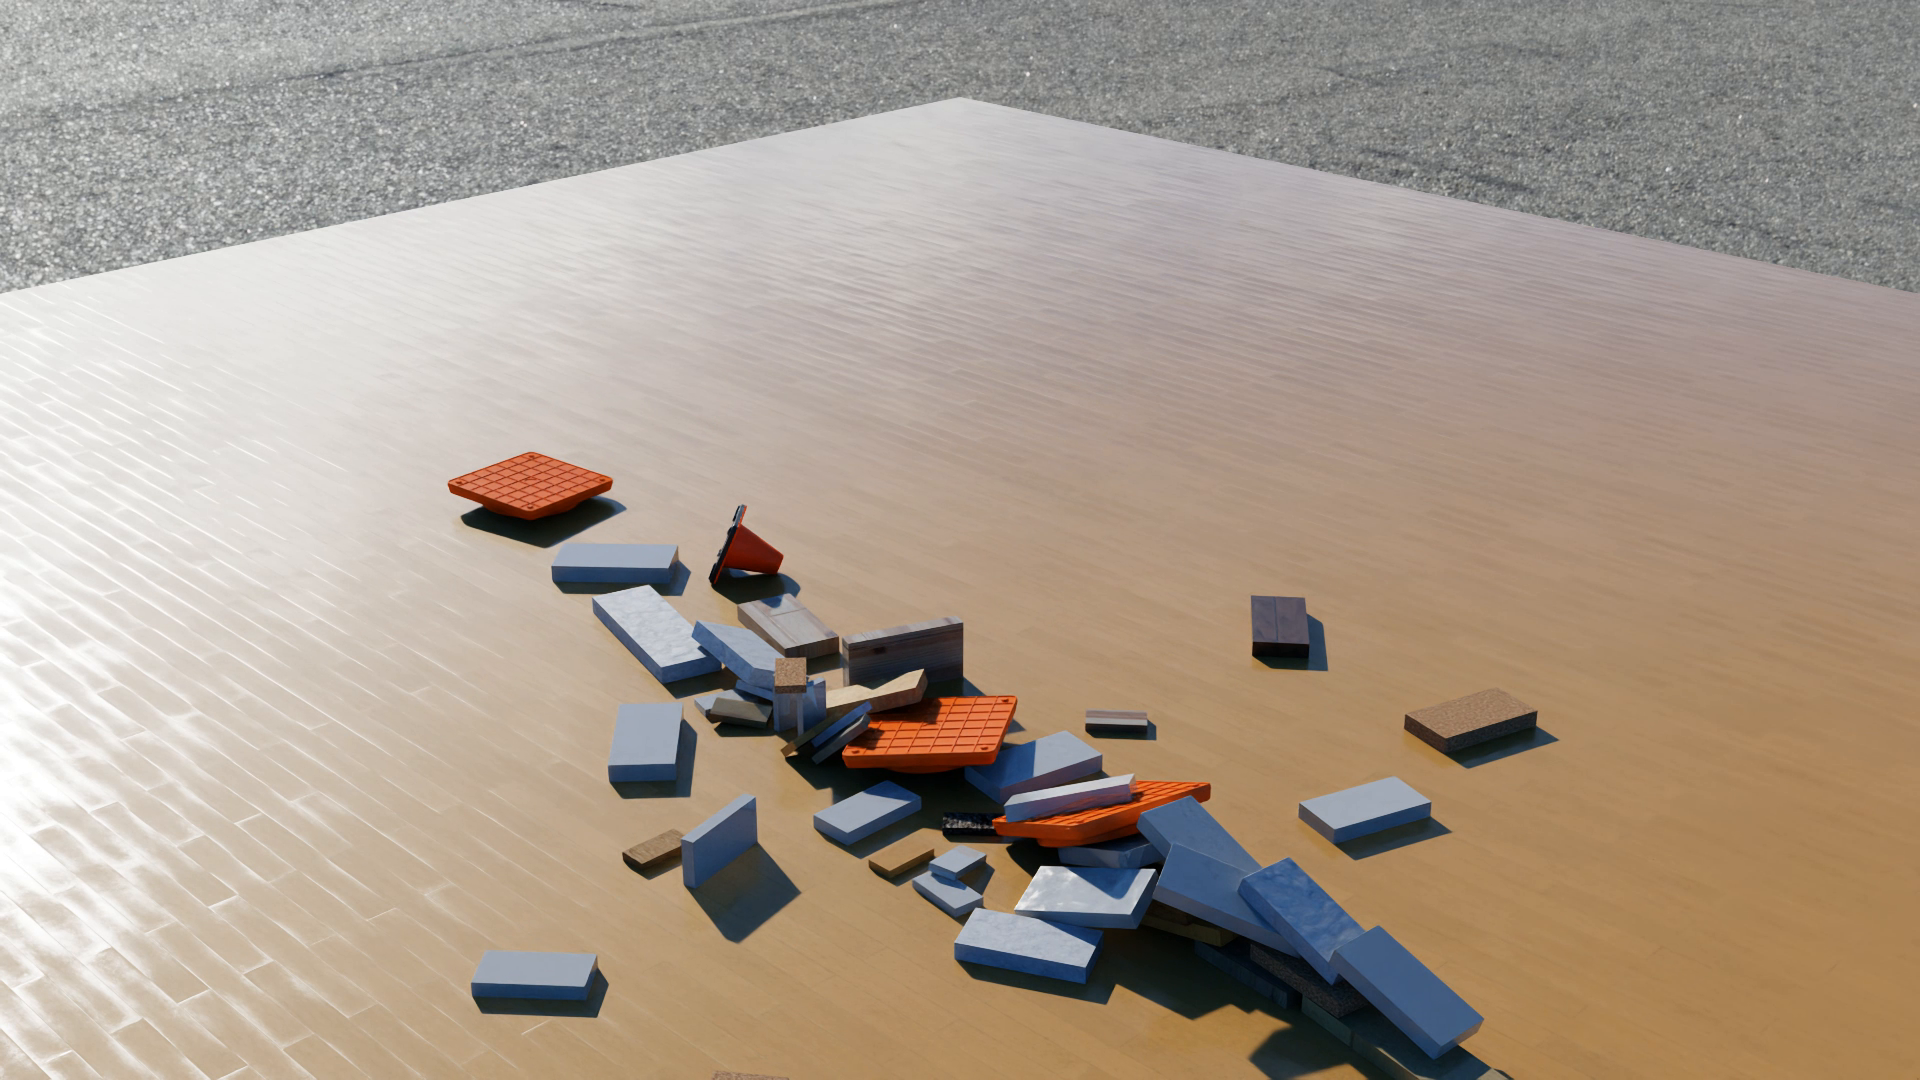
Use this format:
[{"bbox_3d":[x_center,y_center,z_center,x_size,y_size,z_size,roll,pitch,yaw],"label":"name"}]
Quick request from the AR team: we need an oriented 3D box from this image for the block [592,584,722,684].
[{"bbox_3d":[-0.720,0.218,5.193,0.148,0.042,0.441,-12,26,-27],"label":"block"}]

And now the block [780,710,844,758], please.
[{"bbox_3d":[-0.315,0.413,4.684,0.134,0.019,0.067,-31,-5,-35],"label":"block"}]

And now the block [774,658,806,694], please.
[{"bbox_3d":[-0.363,0.290,4.712,0.067,0.019,0.133,-1,23,-4],"label":"block"}]

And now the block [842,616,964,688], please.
[{"bbox_3d":[-0.128,0.264,4.960,0.278,0.139,0.039,-10,25,-22],"label":"block"}]

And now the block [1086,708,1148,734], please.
[{"bbox_3d":[0.342,0.395,4.805,0.134,0.019,0.067,2,23,4],"label":"block"}]

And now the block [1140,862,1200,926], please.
[{"bbox_3d":[0.364,0.650,4.085,0.127,0.036,0.254,-21,19,-41],"label":"block"}]

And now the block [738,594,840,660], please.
[{"bbox_3d":[-0.409,0.208,5.220,0.139,0.039,0.277,-12,26,-26],"label":"block"}]

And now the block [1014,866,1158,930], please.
[{"bbox_3d":[0.235,0.657,4.050,0.246,0.035,0.123,-4,31,33],"label":"block"}]

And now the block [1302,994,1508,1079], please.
[{"bbox_3d":[0.782,0.873,3.660,0.121,0.034,0.499,-14,27,-30],"label":"block"}]

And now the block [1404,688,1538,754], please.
[{"bbox_3d":[1.113,0.391,4.791,0.261,0.037,0.131,-12,26,-27],"label":"block"}]

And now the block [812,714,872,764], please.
[{"bbox_3d":[-0.250,0.419,4.637,0.134,0.019,0.067,-36,8,16],"label":"block"}]

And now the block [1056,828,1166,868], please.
[{"bbox_3d":[0.305,0.589,4.196,0.127,0.036,0.254,-13,2,-27],"label":"block"}]

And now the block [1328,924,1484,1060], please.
[{"bbox_3d":[0.756,0.765,3.732,0.121,0.034,0.242,-18,47,-39],"label":"block"}]

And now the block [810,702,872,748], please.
[{"bbox_3d":[-0.252,0.393,4.689,0.134,0.019,0.067,-37,-5,28],"label":"block"}]

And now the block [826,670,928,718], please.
[{"bbox_3d":[-0.196,0.344,4.802,0.239,0.034,0.120,-14,14,11],"label":"block"}]

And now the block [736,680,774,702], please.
[{"bbox_3d":[-0.428,0.338,4.890,0.128,0.018,0.064,18,5,20],"label":"block"}]

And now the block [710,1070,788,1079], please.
[{"bbox_3d":[-0.350,0.903,3.610,0.126,0.018,0.063,3,23,8],"label":"block"}]

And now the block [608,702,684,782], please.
[{"bbox_3d":[-0.669,0.430,4.698,0.139,0.039,0.277,-1,23,-3],"label":"block"}]

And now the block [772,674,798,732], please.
[{"bbox_3d":[-0.373,0.346,4.775,0.067,0.133,0.019,-19,29,-37],"label":"block"}]

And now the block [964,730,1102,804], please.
[{"bbox_3d":[0.154,0.474,4.597,0.261,0.037,0.130,-15,27,-31],"label":"block"}]

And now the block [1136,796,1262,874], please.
[{"bbox_3d":[0.454,0.581,4.049,0.127,0.036,0.254,-14,44,-35],"label":"block"}]

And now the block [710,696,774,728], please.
[{"bbox_3d":[-0.479,0.379,4.819,0.128,0.018,0.064,8,31,6],"label":"block"}]

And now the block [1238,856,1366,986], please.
[{"bbox_3d":[0.616,0.668,3.868,0.121,0.034,0.242,-16,47,-38],"label":"block"}]

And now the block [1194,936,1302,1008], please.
[{"bbox_3d":[0.541,0.755,3.940,0.113,0.032,0.225,-18,29,-36],"label":"block"}]

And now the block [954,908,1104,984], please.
[{"bbox_3d":[0.126,0.734,3.986,0.246,0.035,0.123,8,24,17],"label":"block"}]

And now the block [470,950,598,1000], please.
[{"bbox_3d":[-0.754,0.772,3.904,0.203,0.029,0.101,1,23,3],"label":"block"}]

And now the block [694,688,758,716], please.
[{"bbox_3d":[-0.519,0.359,4.892,0.128,0.018,0.064,-12,26,-26],"label":"block"}]

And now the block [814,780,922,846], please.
[{"bbox_3d":[-0.186,0.548,4.432,0.101,0.029,0.203,21,31,40],"label":"block"}]

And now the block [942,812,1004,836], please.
[{"bbox_3d":[0.026,0.568,4.399,0.120,0.017,0.060,1,23,2],"label":"block"}]

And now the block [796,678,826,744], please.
[{"bbox_3d":[-0.318,0.368,4.723,0.067,0.133,0.019,-21,31,-41],"label":"block"}]

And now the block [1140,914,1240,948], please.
[{"bbox_3d":[0.427,0.687,4.044,0.112,0.032,0.225,-21,19,-40],"label":"block"}]

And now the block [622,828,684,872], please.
[{"bbox_3d":[-0.591,0.607,4.307,0.126,0.018,0.063,-21,31,-41],"label":"block"}]

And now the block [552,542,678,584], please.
[{"bbox_3d":[-0.872,0.058,5.570,0.295,0.042,0.148,1,23,2],"label":"block"}]

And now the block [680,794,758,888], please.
[{"bbox_3d":[-0.465,0.582,4.260,0.029,0.101,0.203,13,26,28],"label":"block"}]

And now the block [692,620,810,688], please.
[{"bbox_3d":[-0.480,0.265,5.010,0.148,0.042,0.295,13,12,-37],"label":"block"}]

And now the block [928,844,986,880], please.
[{"bbox_3d":[-0.004,0.622,4.242,0.060,0.017,0.120,17,18,27],"label":"block"}]

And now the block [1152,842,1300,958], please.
[{"bbox_3d":[0.491,0.640,3.917,0.279,0.035,0.123,22,36,7],"label":"block"}]

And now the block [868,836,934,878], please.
[{"bbox_3d":[-0.114,0.618,4.282,0.120,0.017,0.060,-21,31,-41],"label":"block"}]

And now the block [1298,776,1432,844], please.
[{"bbox_3d":[0.817,0.544,4.436,0.239,0.034,0.120,-11,25,-25],"label":"block"}]

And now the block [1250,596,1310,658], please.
[{"bbox_3d":[0.759,0.205,5.231,0.131,0.037,0.261,2,23,5],"label":"block"}]

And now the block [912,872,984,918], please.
[{"bbox_3d":[-0.023,0.667,4.165,0.067,0.019,0.134,-17,28,-34],"label":"block"}]

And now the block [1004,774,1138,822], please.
[{"bbox_3d":[0.218,0.504,4.298,0.248,0.034,0.120,-11,2,10],"label":"block"}]

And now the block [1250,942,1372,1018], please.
[{"bbox_3d":[0.627,0.754,3.857,0.113,0.032,0.225,-15,26,-31],"label":"block"}]
